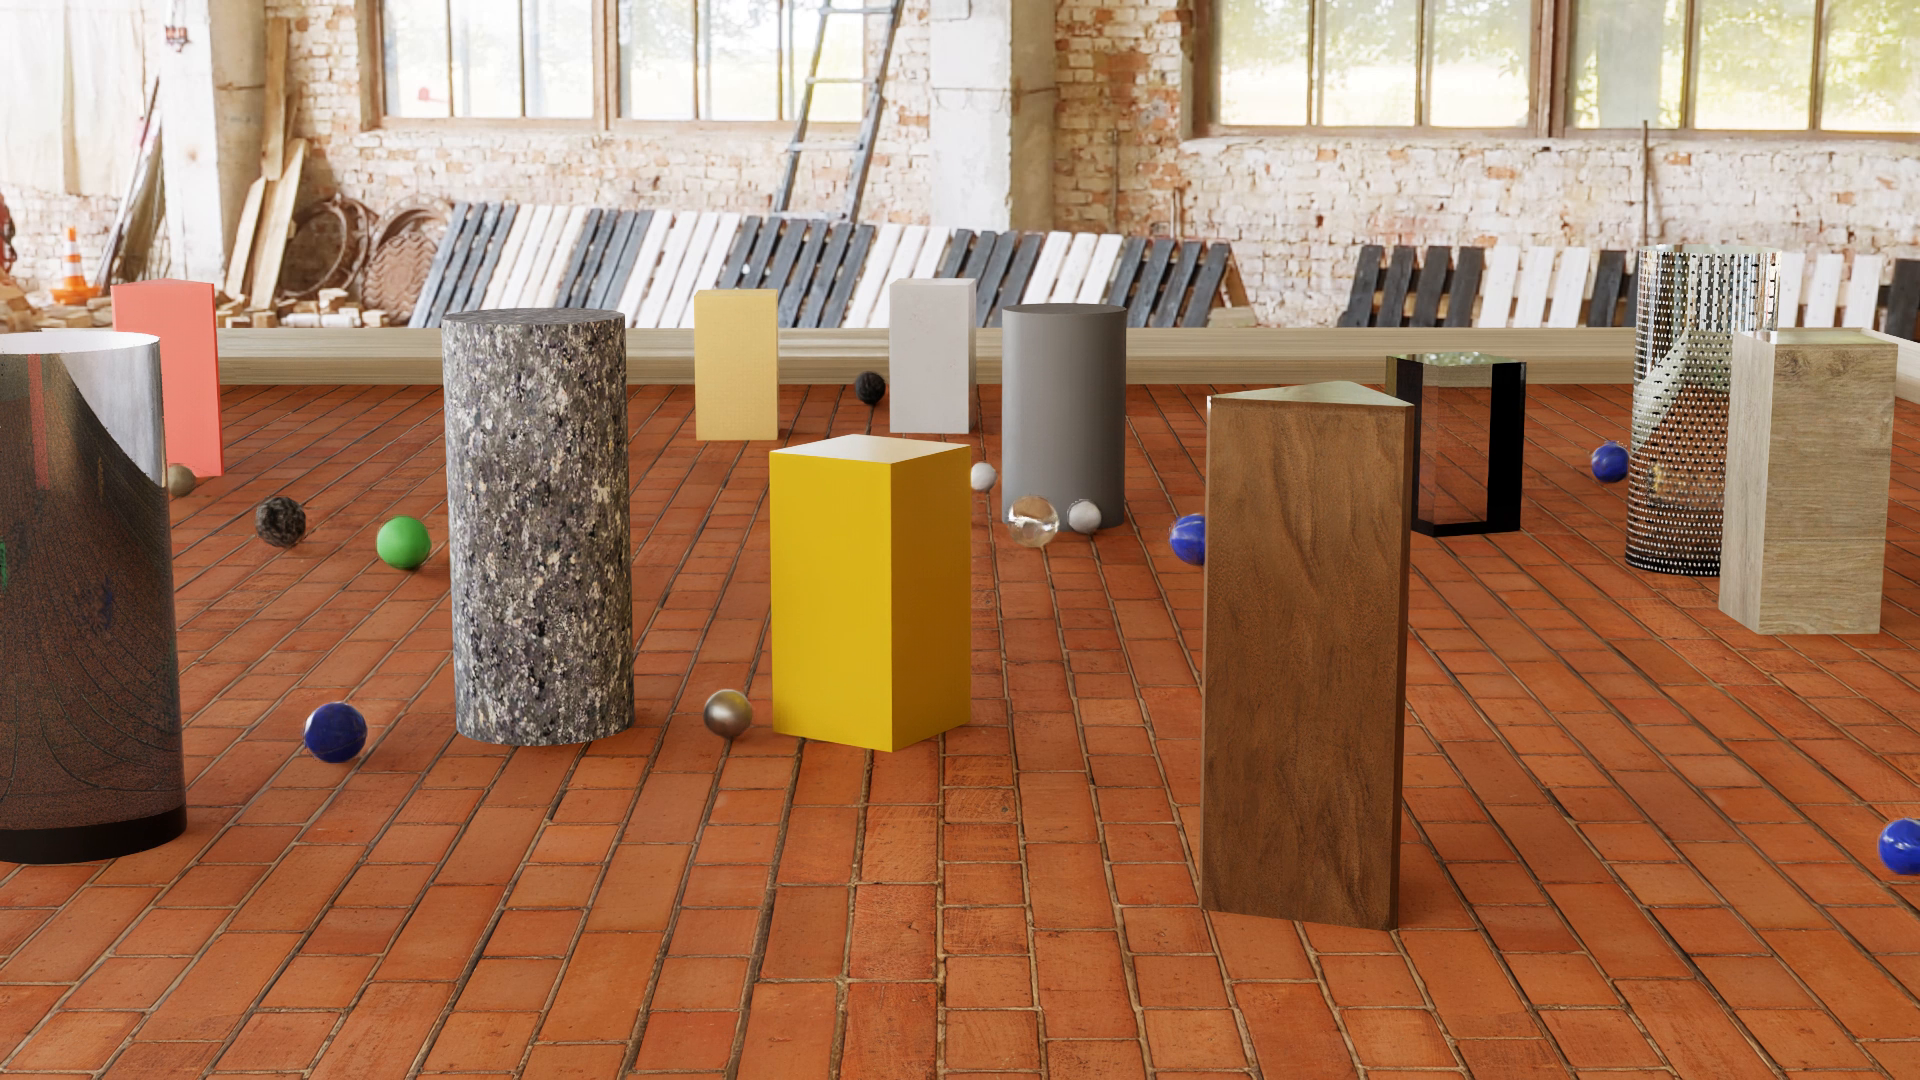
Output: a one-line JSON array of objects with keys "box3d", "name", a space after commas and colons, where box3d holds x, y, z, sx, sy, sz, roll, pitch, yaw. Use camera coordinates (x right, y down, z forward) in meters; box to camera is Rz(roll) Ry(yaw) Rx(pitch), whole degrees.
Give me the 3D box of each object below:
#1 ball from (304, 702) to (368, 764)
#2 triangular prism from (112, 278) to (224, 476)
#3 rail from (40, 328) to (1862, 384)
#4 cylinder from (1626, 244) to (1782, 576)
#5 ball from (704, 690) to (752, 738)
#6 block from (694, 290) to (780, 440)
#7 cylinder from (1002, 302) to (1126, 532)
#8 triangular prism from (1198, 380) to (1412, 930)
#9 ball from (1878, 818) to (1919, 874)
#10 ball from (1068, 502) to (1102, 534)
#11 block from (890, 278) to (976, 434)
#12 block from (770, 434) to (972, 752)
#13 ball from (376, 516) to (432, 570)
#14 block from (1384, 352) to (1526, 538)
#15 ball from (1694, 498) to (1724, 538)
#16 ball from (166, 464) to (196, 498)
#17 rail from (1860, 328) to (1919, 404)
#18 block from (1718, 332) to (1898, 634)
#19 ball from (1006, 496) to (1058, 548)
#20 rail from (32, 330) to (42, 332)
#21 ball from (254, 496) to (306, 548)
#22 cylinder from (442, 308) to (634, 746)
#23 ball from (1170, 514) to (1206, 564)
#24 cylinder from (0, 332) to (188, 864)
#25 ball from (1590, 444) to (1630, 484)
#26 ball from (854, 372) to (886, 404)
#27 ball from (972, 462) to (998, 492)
[{"box3d": [-0.660, 0.203, 2.711, 0.065, 0.065, 0.065, 0, 10, 0], "name": "ball"}, {"box3d": [-1.428, -0.295, 4.634, 0.172, 0.344, 0.149, -3, 11, -15], "name": "triangular prism"}, {"box3d": [-0.014, -0.421, 5.903, 4.203, 0.129, 0.045, 0, 10, 0], "name": "rail"}, {"box3d": [1.086, -0.193, 3.755, 0.198, 0.464, 0.198, 0, 10, 0], "name": "cylinder"}, {"box3d": [-0.254, 0.191, 2.811, 0.053, 0.053, 0.053, 0, 10, 0], "name": "ball"}, {"box3d": [-0.442, -0.350, 5.103, 0.159, 0.283, 0.159, 0, 10, -2], "name": "block"}, {"box3d": [0.167, -0.200, 4.125, 0.198, 0.344, 0.198, 0, 10, 0], "name": "cylinder"}, {"box3d": [0.315, 0.093, 2.245, 0.172, 0.451, 0.149, 4, 11, 20], "name": "triangular prism"}, {"box3d": [0.864, 0.279, 2.337, 0.052, 0.052, 0.052, 0, 10, 0], "name": "ball"}, {"box3d": [0.197, -0.035, 4.033, 0.051, 0.051, 0.051, 0, 10, 0], "name": "ball"}, {"box3d": [-0.054, -0.375, 5.197, 0.159, 0.297, 0.159, 1, 11, 6], "name": "block"}, {"box3d": [-0.097, 0.054, 2.835, 0.159, 0.314, 0.159, 7, 12, 32], "name": "block"}, {"box3d": [-0.812, 0.005, 3.746, 0.078, 0.078, 0.078, 0, 10, 0], "name": "ball"}, {"box3d": [0.785, -0.155, 4.085, 0.159, 0.269, 0.159, -4, 11, -21], "name": "block"}, {"box3d": [1.177, -0.034, 3.998, 0.063, 0.063, 0.063, 0, 10, 0], "name": "ball"}, {"box3d": [-1.333, -0.101, 4.378, 0.056, 0.056, 0.056, 0, 10, 0], "name": "ball"}, {"box3d": [2.078, 0.031, 3.461, 0.045, 0.129, 5.039, 0, 10, 0], "name": "rail"}, {"box3d": [1.111, -0.078, 3.371, 0.159, 0.377, 0.159, 0, 10, -2], "name": "block"}, {"box3d": [0.111, -0.027, 3.918, 0.080, 0.080, 0.080, 0, 10, 0], "name": "ball"}, {"box3d": [-2.078, 0.035, 3.437, 0.045, 0.129, 5.039, 0, 10, 0], "name": "rail"}, {"box3d": [-1.040, -0.028, 3.926, 0.077, 0.077, 0.077, 0, 10, 0], "name": "ball"}, {"box3d": [-0.465, -0.020, 2.837, 0.198, 0.457, 0.198, 0, 10, 0], "name": "cylinder"}, {"box3d": [0.347, -0.001, 3.787, 0.075, 0.075, 0.075, 0, 10, 0], "name": "ball"}, {"box3d": [-0.846, 0.049, 2.423, 0.198, 0.473, 0.198, 0, 10, 0], "name": "cylinder"}, {"box3d": [1.149, -0.135, 4.525, 0.070, 0.070, 0.070, 0, 10, 0], "name": "ball"}, {"box3d": [-0.196, -0.330, 5.583, 0.068, 0.068, 0.068, 0, 10, 0], "name": "ball"}, {"box3d": [0.039, -0.108, 4.434, 0.051, 0.051, 0.051, 0, 10, 0], "name": "ball"}]
